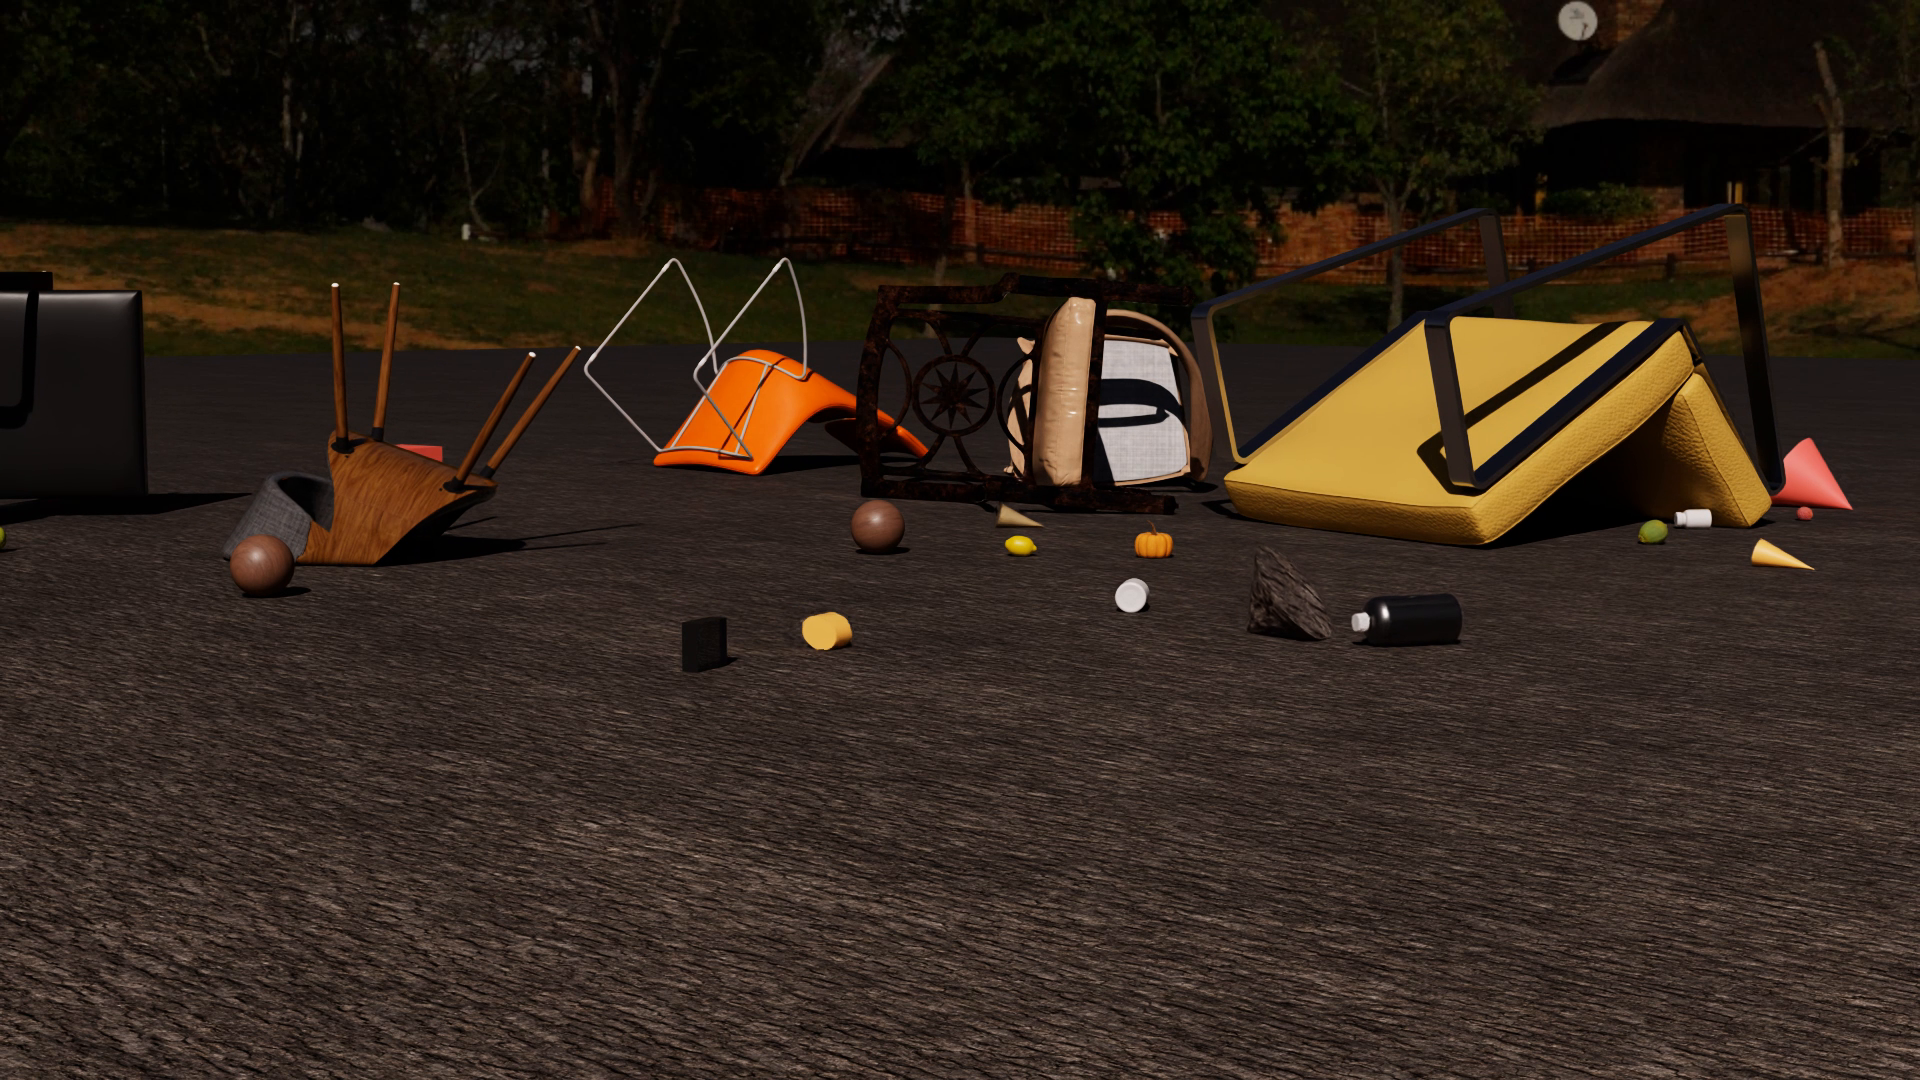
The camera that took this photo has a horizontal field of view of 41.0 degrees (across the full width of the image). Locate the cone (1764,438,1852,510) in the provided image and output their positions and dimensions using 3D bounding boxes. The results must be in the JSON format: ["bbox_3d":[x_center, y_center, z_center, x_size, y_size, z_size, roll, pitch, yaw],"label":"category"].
[{"bbox_3d":[2.446,-0.141,7.297,0.217,0.229,0.184,37,-2,32],"label":"cone"}]

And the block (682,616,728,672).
[{"bbox_3d":[-0.429,0.175,4.310,0.032,0.082,0.086,3,7,28],"label":"block"}]

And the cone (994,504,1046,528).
[{"bbox_3d":[0.162,-0.049,6.735,0.129,0.066,0.074,14,8,-6],"label":"cone"}]

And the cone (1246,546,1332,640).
[{"bbox_3d":[0.570,0.133,4.724,0.194,0.121,0.232,33,27,-30],"label":"cone"}]

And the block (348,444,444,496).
[{"bbox_3d":[-1.717,-0.213,7.806,0.169,0.137,0.230,4,7,31],"label":"block"}]
